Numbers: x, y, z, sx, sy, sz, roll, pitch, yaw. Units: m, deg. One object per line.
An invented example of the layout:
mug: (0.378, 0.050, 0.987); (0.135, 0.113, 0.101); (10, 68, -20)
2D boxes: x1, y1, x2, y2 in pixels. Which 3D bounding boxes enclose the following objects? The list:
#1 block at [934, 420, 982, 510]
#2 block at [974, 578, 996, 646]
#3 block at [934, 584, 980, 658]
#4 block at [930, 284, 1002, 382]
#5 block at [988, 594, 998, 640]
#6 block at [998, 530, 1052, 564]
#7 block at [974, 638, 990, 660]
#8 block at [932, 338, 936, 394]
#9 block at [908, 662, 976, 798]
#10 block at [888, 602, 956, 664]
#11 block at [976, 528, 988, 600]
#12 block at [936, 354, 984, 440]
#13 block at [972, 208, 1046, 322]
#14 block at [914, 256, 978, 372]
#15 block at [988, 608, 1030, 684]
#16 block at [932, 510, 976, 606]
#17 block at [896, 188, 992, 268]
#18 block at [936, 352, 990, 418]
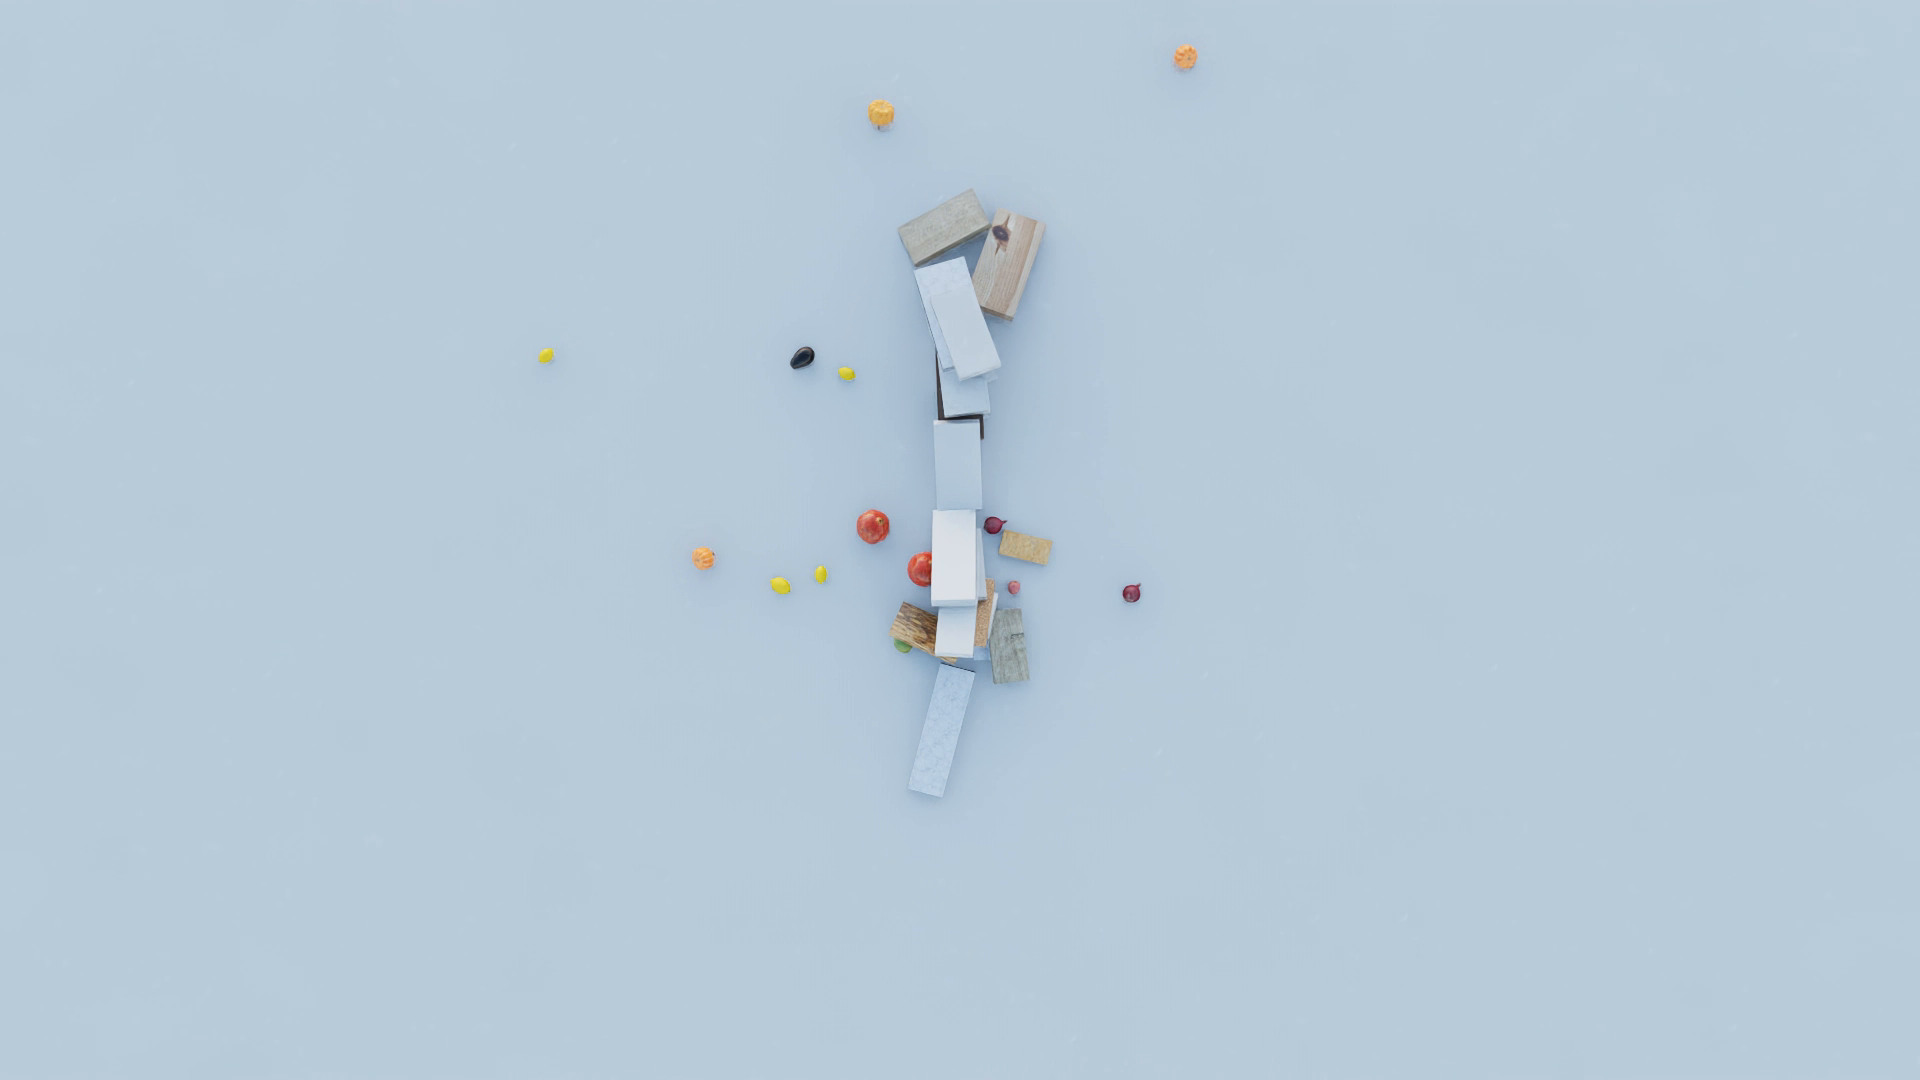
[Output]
block: (-0.006, -0.247, 5.422); (0.149, 0.042, 0.299); (-2, 113, 0)
block: (0.039, 0.234, 5.401); (0.122, 0.034, 0.243); (4, 54, 8)
block: (-0.009, 0.257, 5.326); (0.121, 0.034, 0.243); (3, 67, 5)
block: (0.017, -0.668, 5.303); (0.141, 0.040, 0.283); (-20, 82, -2)
block: (0.070, 0.245, 5.426); (0.083, 0.023, 0.166); (7, 55, 10)
block: (0.218, 0.024, 5.488); (0.166, 0.023, 0.083); (14, 90, 0)
block: (0.128, 0.356, 5.488); (0.166, 0.023, 0.083); (-1, 90, 0)
block: (-0.009, -0.665, 5.476); (0.171, 0.048, 0.342); (-3, 90, 0)
block: (-0.061, 0.632, 5.483); (0.120, 0.034, 0.428); (15, 90, 0)
block: (-0.104, 0.307, 5.455); (0.239, 0.034, 0.120); (24, 59, 0)
block: (0.019, 0.084, 5.436); (0.122, 0.034, 0.243); (-5, 67, 1)
block: (-0.001, -0.479, 5.430); (0.149, 0.042, 0.299); (-2, 90, 0)
block: (0.149, -0.910, 5.444); (0.171, 0.048, 0.342); (19, 79, 0)
block: (-0.021, -0.733, 5.357); (0.171, 0.048, 0.342); (-16, 82, -2)
block: (0.157, 0.351, 5.459); (0.120, 0.034, 0.239); (-7, 89, 0)
block: (-0.020, 0.056, 5.387); (0.141, 0.040, 0.346); (-1, 57, 2)
block: (-0.051, -1.032, 5.449); (0.283, 0.040, 0.141); (-27, 76, 6)
block: (0.007, -0.556, 5.377); (0.149, 0.042, 0.299); (-7, 82, -1)
